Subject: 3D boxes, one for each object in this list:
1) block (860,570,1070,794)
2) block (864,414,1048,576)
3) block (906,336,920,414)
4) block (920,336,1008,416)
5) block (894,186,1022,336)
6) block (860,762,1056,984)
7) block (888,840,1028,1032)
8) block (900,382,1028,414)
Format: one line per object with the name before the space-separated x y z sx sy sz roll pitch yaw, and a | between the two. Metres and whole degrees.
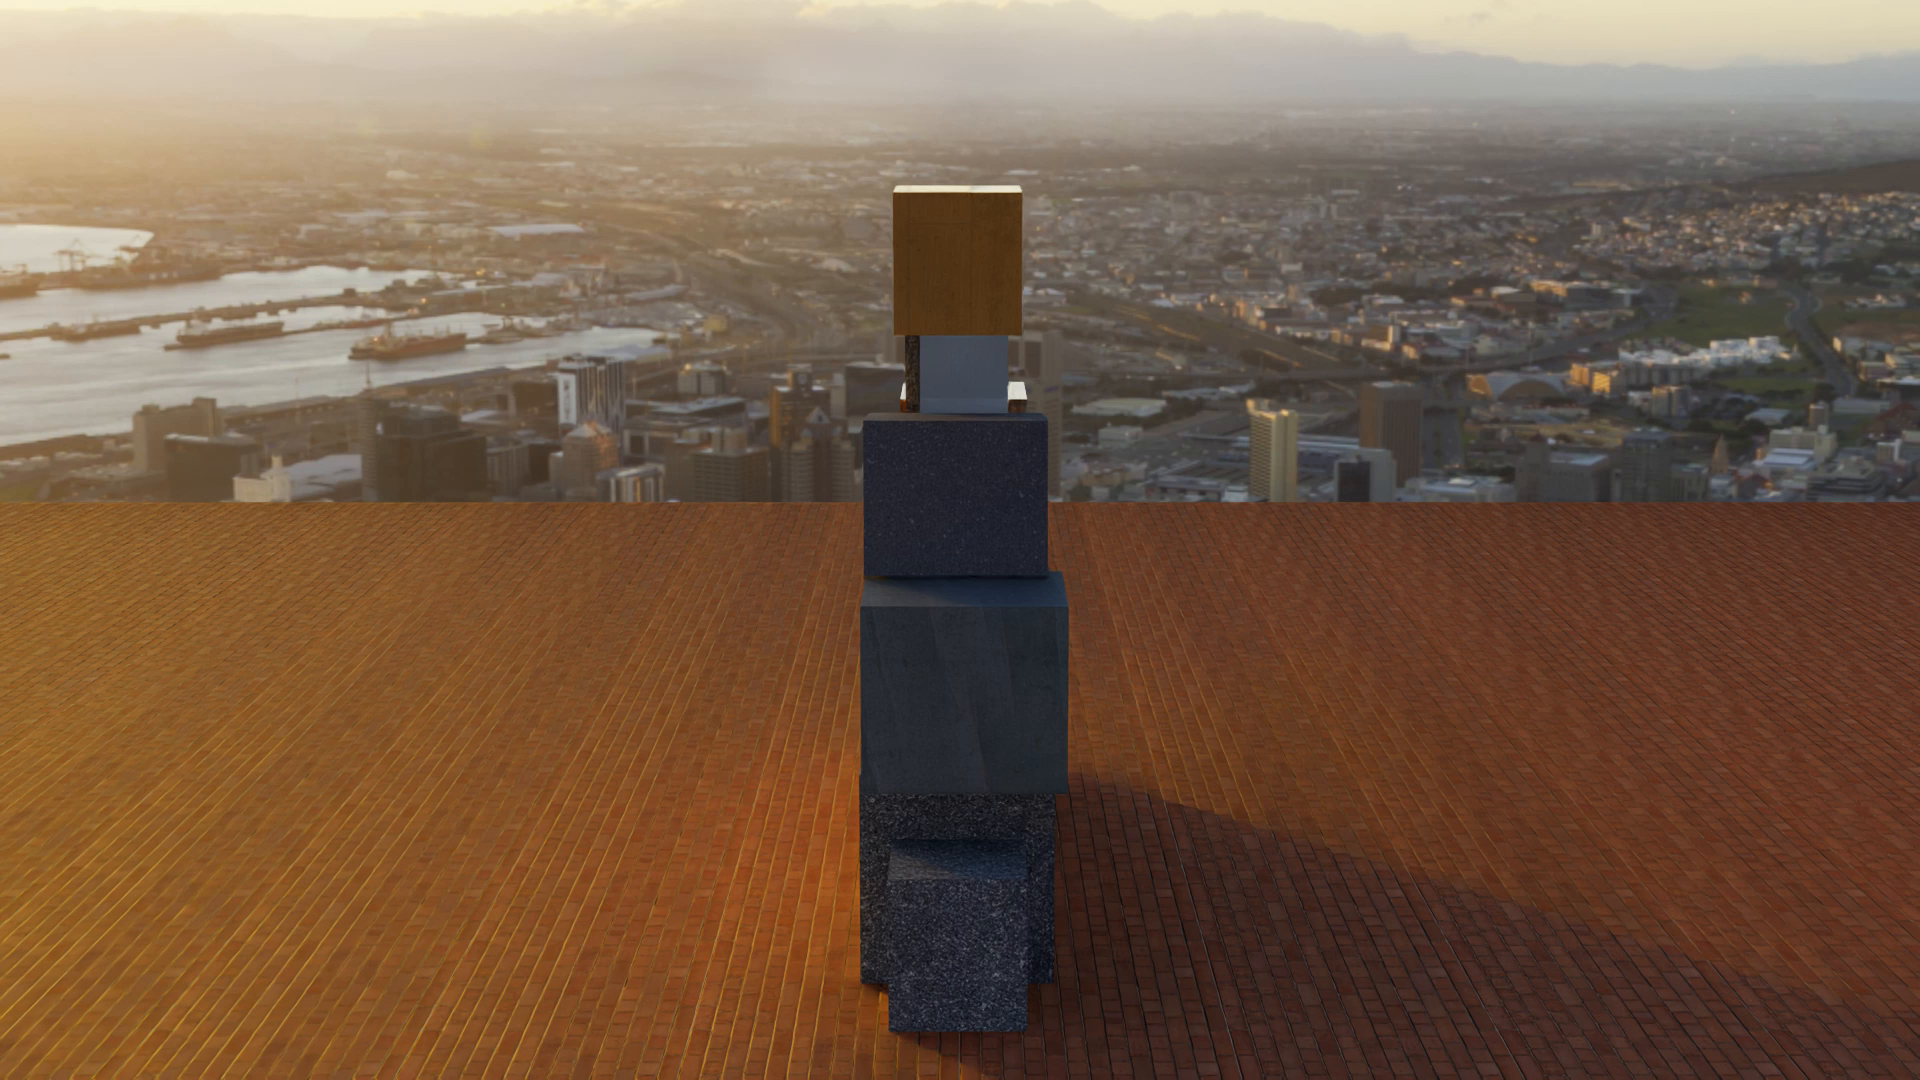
block | 0.017 0.538 9.887 0.772 0.718 0.688 0 10 0
block | -0.017 -0.191 10.290 0.714 0.603 0.692 0 5 0
block | -0.018 -0.693 11.052 0.425 0.511 0.433 0 11 0
block | 0.016 -0.707 10.625 0.357 0.328 0.401 0 11 0
block | -0.010 -1.161 10.596 0.518 0.575 0.519 0 11 0
block | -0.011 1.253 10.317 0.756 0.843 0.738 0 10 0
block | -0.007 1.491 9.721 0.514 0.588 0.501 0 10 0
block | 0.017 -0.392 12.014 0.575 0.622 0.656 0 10 0
